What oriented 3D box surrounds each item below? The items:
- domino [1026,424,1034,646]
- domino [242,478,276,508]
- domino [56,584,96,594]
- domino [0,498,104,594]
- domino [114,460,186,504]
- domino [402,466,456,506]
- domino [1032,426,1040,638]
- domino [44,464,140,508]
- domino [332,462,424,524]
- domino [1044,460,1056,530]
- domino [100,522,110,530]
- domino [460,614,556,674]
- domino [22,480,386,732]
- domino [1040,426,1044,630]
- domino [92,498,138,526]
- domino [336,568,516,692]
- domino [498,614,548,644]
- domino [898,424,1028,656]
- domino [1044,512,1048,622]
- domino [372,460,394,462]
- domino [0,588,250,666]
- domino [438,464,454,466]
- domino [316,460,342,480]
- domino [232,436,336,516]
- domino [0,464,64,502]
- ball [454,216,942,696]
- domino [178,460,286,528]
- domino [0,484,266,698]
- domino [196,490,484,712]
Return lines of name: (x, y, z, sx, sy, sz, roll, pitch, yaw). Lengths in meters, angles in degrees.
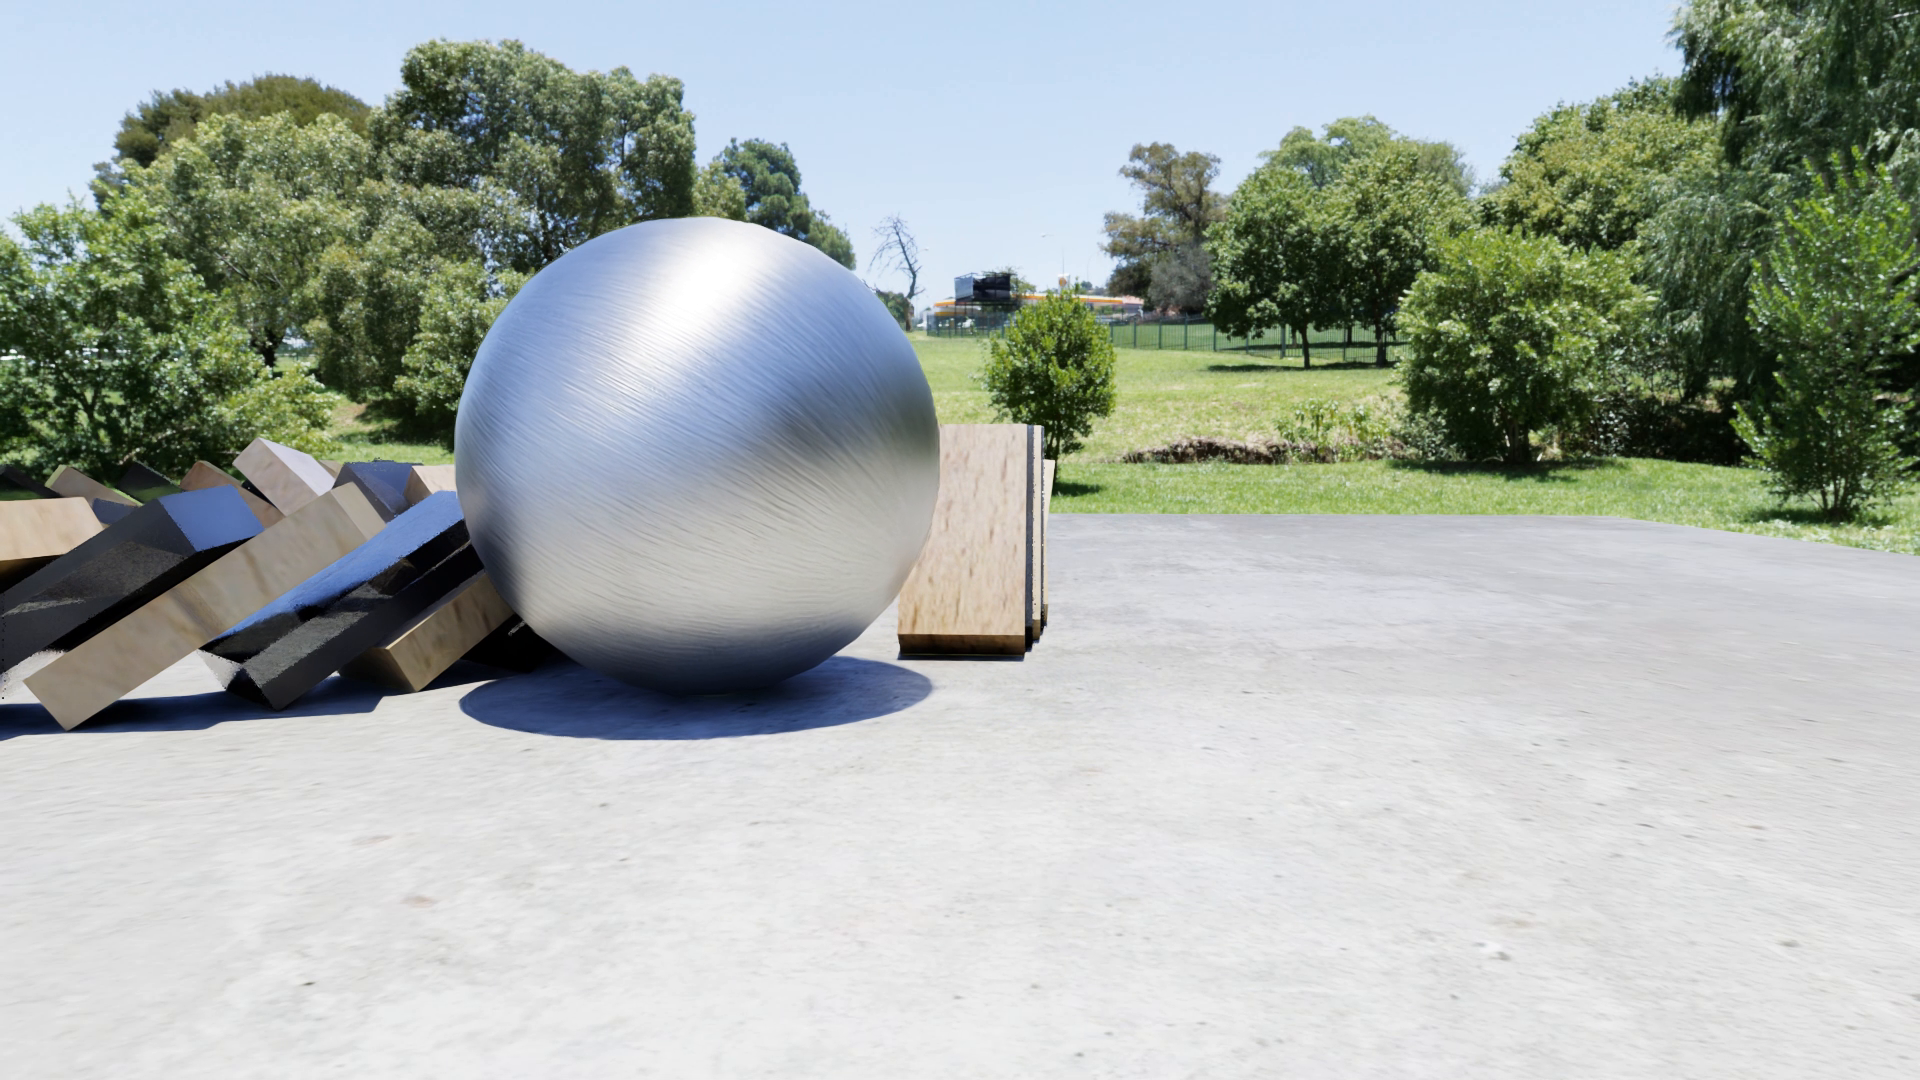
domino: (0.003, -0.002, 0.279, 0.025, 0.050, 0.009, 0, -30, 4)
domino: (-0.207, -0.007, 0.420, 0.050, 0.009, 0.025, 36, -8, -18)
domino: (-0.267, -0.001, 0.354, 0.025, 0.009, 0.050, 2, -25, 30)
domino: (-0.159, 0.011, 0.194, 0.050, 0.009, 0.025, -31, 0, 8)
domino: (-0.236, -0.006, 0.402, 0.050, 0.009, 0.025, 39, -15, -26)
domino: (-0.124, -0.001, 0.341, 0.025, 0.009, 0.050, -5, 42, -50)
domino: (0.006, -0.003, 0.290, 0.025, 0.050, 0.010, 0, -30, 4)
domino: (-0.249, -0.005, 0.389, 0.050, 0.009, 0.025, 40, -21, -34)
domino: (-0.143, -0.002, 0.347, 0.050, 0.009, 0.025, 41, 19, 20)
domino: (0.011, -0.003, 0.343, 0.025, 0.009, 0.050, 6, 42, 5)
domino: (-0.192, 0.006, 0.297, 0.025, 0.009, 0.050, -6, -18, 25)
domino: (-0.080, 0.006, 0.259, 0.025, 0.009, 0.050, 6, 38, 32)
domino: (-0.118, 0.009, 0.205, 0.050, 0.009, 0.025, -35, 15, -11)
domino: (0.007, -0.003, 0.301, 0.025, 0.050, 0.009, 0, -30, 4)
domino: (-0.189, 0.004, 0.322, 0.050, 0.009, 0.025, 14, -22, -26)
domino: (-0.092, 0.008, 0.241, 0.025, 0.010, 0.050, 3, 36, 36)
domino: (-0.081, 0.002, 0.283, 0.025, 0.009, 0.050, 4, 40, 4)
domino: (0.001, -0.001, 0.267, 0.025, 0.050, 0.009, 0, -30, 4)
domino: (0.008, -0.004, 0.313, 0.025, 0.050, 0.009, -1, -30, 1)
domino: (-0.175, -0.009, 0.432, 0.050, 0.010, 0.025, 35, -4, -9)
domino: (-0.175, 0.018, 0.270, 0.025, 0.009, 0.050, 0, 4, -3)
domino: (-0.154, -0.008, 0.437, 0.050, 0.009, 0.025, 33, 3, -3)
domino: (-0.191, -0.008, 0.427, 0.050, 0.009, 0.025, 36, -6, -13)
domino: (-0.168, -0.005, 0.344, 0.050, 0.009, 0.025, 42, -4, 7)
domino: (-0.258, -0.004, 0.371, 0.025, 0.009, 0.050, 3, -30, 34)
ball: (-0.043, -0.014, 0.218, 0.080, 0.080, 0.080, 0, 4, 0)
domino: (-0.222, -0.007, 0.412, 0.050, 0.009, 0.025, 37, -12, -22)
domino: (-0.136, 0.010, 0.198, 0.050, 0.009, 0.025, -33, 9, -2)
domino: (-0.104, 0.009, 0.225, 0.025, 0.009, 0.050, 4, 37, 44)
